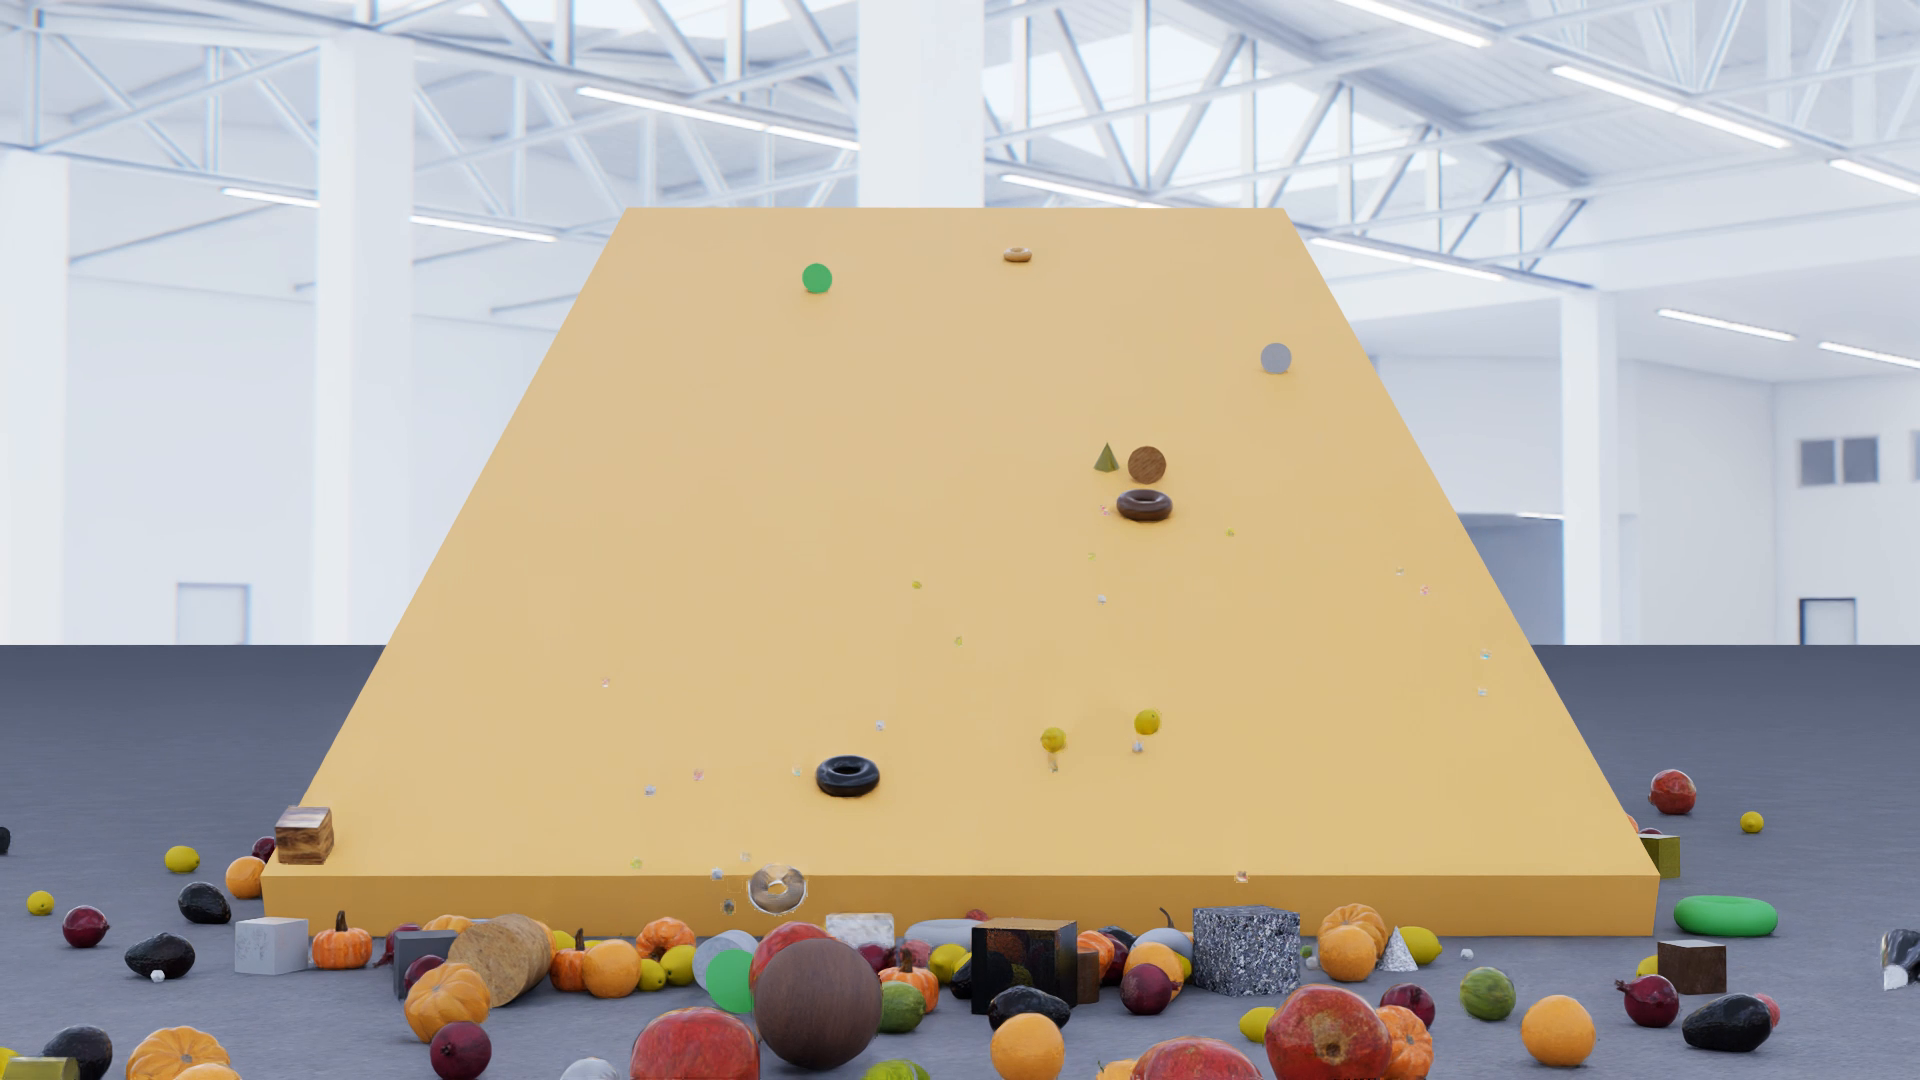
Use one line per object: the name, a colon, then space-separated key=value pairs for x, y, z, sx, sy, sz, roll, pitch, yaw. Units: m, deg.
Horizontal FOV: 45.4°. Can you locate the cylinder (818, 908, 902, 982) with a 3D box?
cylinder: x=-0.127 y=0.512 z=2.887 sx=0.083 sy=0.083 sz=0.083 roll=15 pitch=-6 yaw=-13

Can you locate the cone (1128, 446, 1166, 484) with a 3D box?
cone: x=0.389 y=-0.152 z=4.803 sx=0.080 sy=0.080 sz=0.080 roll=0 pitch=-7 yaw=1

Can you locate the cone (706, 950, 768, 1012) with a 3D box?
cone: x=-0.272 y=0.528 z=2.683 sx=0.077 sy=0.077 sz=0.077 roll=1 pitch=-29 yaw=-26

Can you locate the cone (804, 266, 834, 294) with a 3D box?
cone: x=-0.389 y=-0.691 z=6.139 sx=0.081 sy=0.081 sz=0.081 roll=1 pitch=5 yaw=-18

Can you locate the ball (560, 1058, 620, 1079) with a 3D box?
ball: x=-0.329 y=0.490 z=2.044 sx=0.056 sy=0.056 sz=0.056 roll=0 pitch=-2 yaw=0

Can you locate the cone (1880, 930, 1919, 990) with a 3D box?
cone: x=1.156 y=0.534 z=2.827 sx=0.078 sy=0.078 sz=0.078 roll=-32 pitch=19 yaw=-37

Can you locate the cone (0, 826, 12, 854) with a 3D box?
cone: x=-1.907 y=0.611 z=4.562 sx=0.065 sy=0.065 sz=0.065 roll=0 pitch=-29 yaw=1

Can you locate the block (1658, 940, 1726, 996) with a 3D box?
block: x=0.894 y=0.522 z=2.804 sx=0.057 sy=0.057 sz=0.057 roll=1 pitch=-3 yaw=-19

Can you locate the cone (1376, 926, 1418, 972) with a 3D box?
cone: x=0.569 y=0.530 z=2.993 sx=0.056 sy=0.056 sz=0.056 roll=0 pitch=-2 yaw=0

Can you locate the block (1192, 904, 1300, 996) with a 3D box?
block: x=0.351 y=0.503 z=2.817 sx=0.096 sy=0.096 sz=0.096 roll=1 pitch=-3 yaw=-22

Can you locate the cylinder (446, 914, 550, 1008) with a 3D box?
cylinder: x=-0.546 y=0.498 z=2.722 sx=0.098 sy=0.098 sz=0.098 roll=0 pitch=-2 yaw=5

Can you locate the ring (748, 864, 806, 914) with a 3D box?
ring: x=-0.258 y=0.493 z=3.243 sx=0.083 sy=0.083 sz=0.028 roll=0 pitch=-47 yaw=0

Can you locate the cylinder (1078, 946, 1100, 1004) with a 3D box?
cylinder: x=0.136 y=0.517 z=2.727 sx=0.060 sy=0.060 sz=0.060 roll=0 pitch=-2 yaw=0

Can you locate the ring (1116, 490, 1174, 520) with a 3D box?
ring: x=0.370 y=-0.071 z=4.598 sx=0.115 sy=0.038 sz=0.115 roll=1 pitch=21 yaw=0

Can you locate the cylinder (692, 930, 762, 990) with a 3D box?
cylinder: x=-0.284 y=0.516 z=2.805 sx=0.070 sy=0.070 sz=0.070 roll=0 pitch=-2 yaw=9

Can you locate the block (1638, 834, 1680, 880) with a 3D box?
block: x=1.248 y=0.571 z=4.143 sx=0.073 sy=0.073 sz=0.073 roll=2 pitch=-3 yaw=-43

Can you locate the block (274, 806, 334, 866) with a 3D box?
block: x=-0.947 y=0.428 z=3.319 sx=0.062 sy=0.062 sz=0.062 roll=1 pitch=22 yaw=2

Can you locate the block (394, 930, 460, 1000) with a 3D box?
block: x=-0.645 y=0.513 z=2.776 sx=0.072 sy=0.072 sz=0.072 roll=1 pitch=-3 yaw=-18

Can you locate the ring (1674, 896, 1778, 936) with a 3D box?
ring: x=1.120 y=0.550 z=3.357 sx=0.146 sy=0.049 sz=0.146 roll=1 pitch=-2 yaw=0

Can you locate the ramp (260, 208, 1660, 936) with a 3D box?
ramp: x=-0.006 y=-0.220 z=5.152 sx=2.000 sy=0.100 sz=4.000 roll=0 pitch=22 yaw=0

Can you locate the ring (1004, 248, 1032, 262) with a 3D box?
ring: x=0.162 y=-0.798 z=6.421 sx=0.081 sy=0.027 sz=0.081 roll=-1 pitch=22 yaw=1

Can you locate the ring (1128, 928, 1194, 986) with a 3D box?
ring: x=0.248 y=0.515 z=2.838 sx=0.084 sy=0.084 sz=0.028 roll=1 pitch=28 yaw=-12

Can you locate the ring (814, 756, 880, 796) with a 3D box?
ring: x=-0.173 y=0.362 z=3.527 sx=0.101 sy=0.034 sz=0.101 roll=1 pitch=21 yaw=0

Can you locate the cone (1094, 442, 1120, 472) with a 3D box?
cone: x=0.310 y=-0.180 z=4.843 sx=0.057 sy=0.057 sz=0.057 roll=0 pitch=22 yaw=0

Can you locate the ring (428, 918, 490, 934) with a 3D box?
ring: x=-0.664 y=0.543 z=3.131 sx=0.131 sy=0.044 sz=0.131 roll=0 pitch=-4 yaw=0

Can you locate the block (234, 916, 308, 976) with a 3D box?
block: x=-0.892 y=0.525 z=2.974 sx=0.064 sy=0.064 sz=0.064 roll=-1 pitch=-3 yaw=24

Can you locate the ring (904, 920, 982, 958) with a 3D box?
ring: x=-0.013 y=0.543 z=3.126 sx=0.126 sy=0.042 sz=0.126 roll=-1 pitch=-1 yaw=0

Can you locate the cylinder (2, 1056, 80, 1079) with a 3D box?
cylinder: x=-0.831 y=0.493 z=2.075 sx=0.052 sy=0.052 sz=0.052 roll=0 pitch=-2 yaw=-2

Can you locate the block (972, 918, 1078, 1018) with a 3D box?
block: x=0.075 y=0.495 z=2.660 sx=0.099 sy=0.099 sz=0.099 roll=-1 pitch=-3 yaw=18
